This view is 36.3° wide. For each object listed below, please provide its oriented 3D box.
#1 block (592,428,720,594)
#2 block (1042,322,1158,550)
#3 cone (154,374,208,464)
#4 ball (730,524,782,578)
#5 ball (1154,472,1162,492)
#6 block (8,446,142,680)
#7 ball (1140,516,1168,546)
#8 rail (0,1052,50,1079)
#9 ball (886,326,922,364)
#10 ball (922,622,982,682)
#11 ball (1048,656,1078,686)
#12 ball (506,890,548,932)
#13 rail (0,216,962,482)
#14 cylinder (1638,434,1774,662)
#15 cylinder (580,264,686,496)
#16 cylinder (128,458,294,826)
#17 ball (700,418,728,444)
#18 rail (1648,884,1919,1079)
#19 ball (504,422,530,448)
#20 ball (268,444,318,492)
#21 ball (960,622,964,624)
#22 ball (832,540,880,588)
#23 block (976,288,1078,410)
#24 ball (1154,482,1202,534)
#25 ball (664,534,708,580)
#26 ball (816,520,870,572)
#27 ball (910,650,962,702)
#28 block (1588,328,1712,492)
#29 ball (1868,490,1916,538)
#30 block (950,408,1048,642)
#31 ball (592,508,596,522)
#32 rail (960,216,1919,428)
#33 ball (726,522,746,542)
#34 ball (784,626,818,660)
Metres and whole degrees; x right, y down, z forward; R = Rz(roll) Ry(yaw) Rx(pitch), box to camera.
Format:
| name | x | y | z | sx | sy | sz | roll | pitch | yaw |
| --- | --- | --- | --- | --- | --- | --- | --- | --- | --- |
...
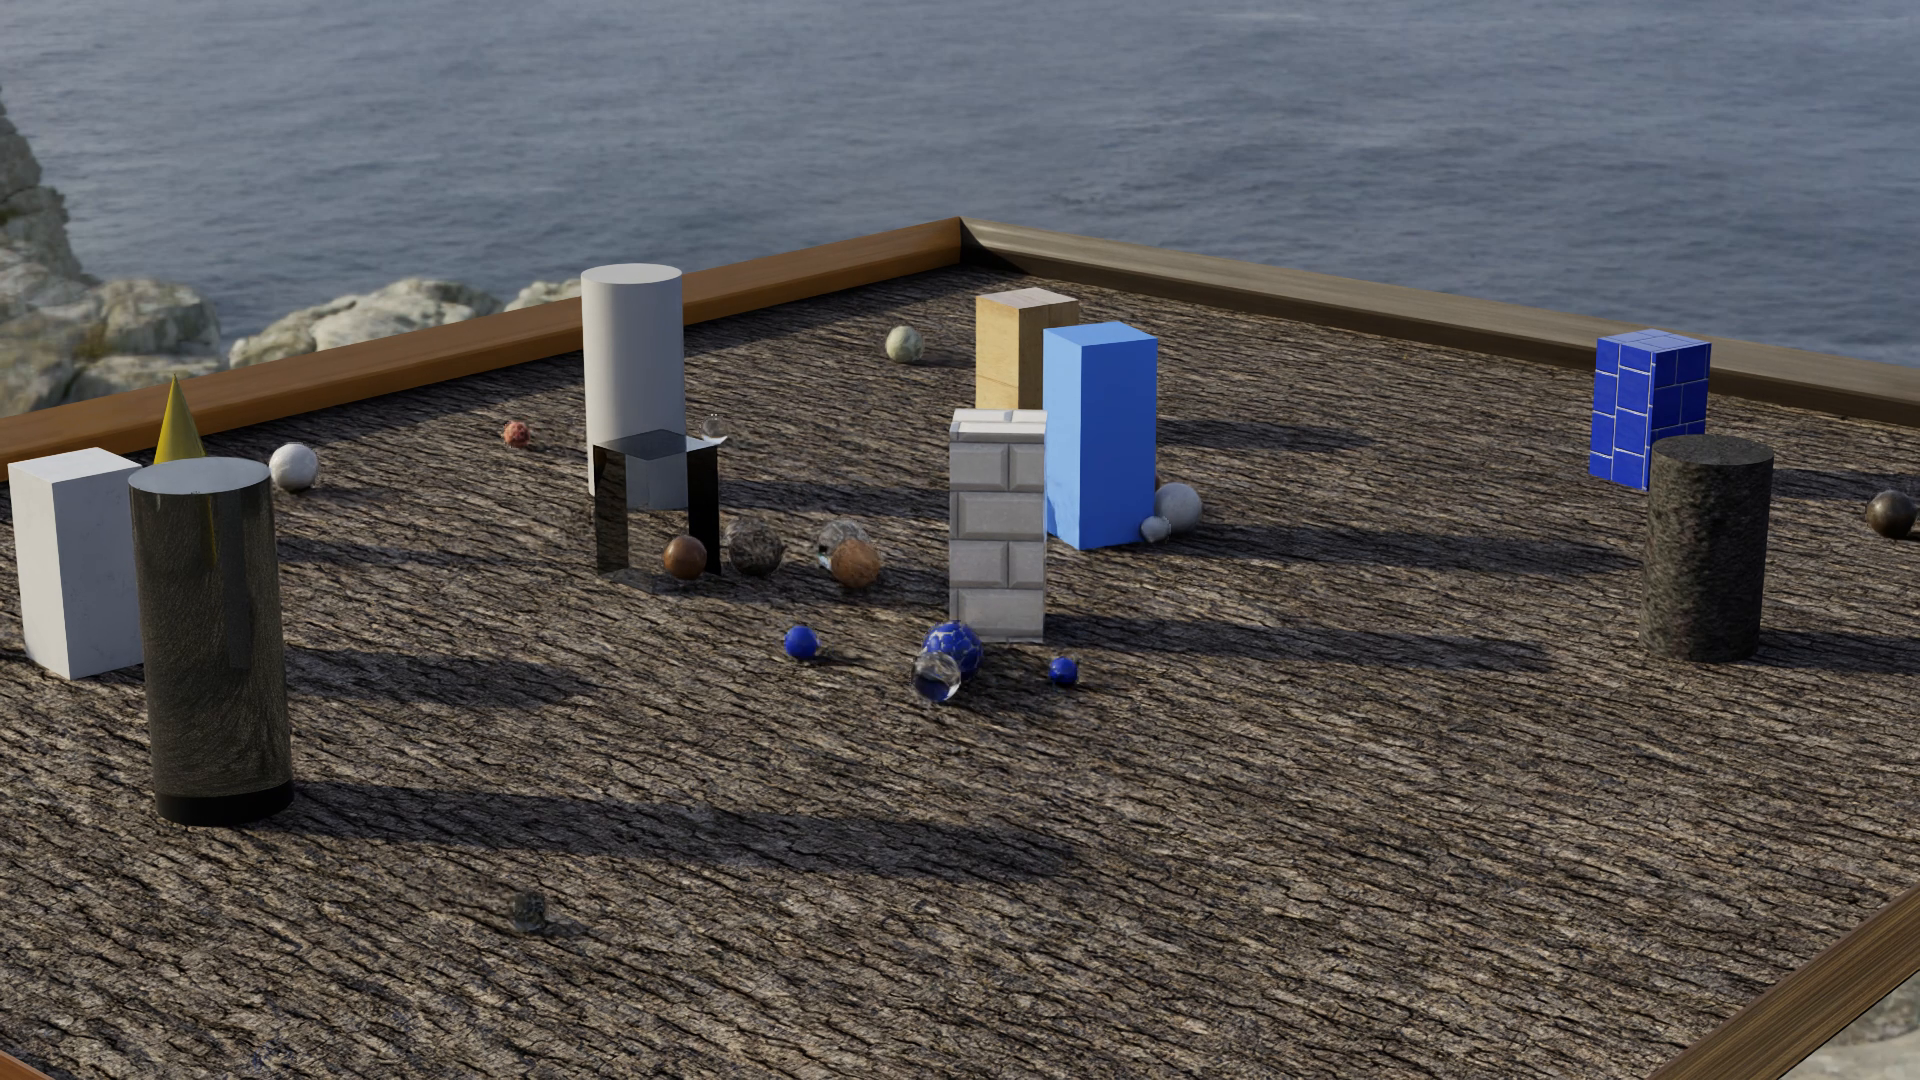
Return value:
| name | x | y | z | sx | sy | sz | roll | pitch | yaw |
| --- | --- | --- | --- | --- | --- | --- | --- | --- | --- |
| block | -0.537 | -0.052 | 5.199 | 0.155 | 0.243 | 0.155 | -16 | 23 | -42 |
| block | 0.257 | -0.195 | 5.428 | 0.155 | 0.384 | 0.155 | -7 | 18 | -23 |
| cone | -1.426 | -0.148 | 5.370 | 0.194 | 0.327 | 0.194 | 0 | 17 | 0 |
| ball | -0.363 | 0.019 | 5.221 | 0.095 | 0.095 | 0.095 | 0 | 17 | 0 |
| ball | 0.350 | -0.109 | 5.674 | 0.078 | 0.078 | 0.078 | 0 | 17 | 0 |
| block | -1.422 | 0.036 | 4.758 | 0.155 | 0.329 | 0.155 | -15 | 22 | -40 |
| ball | 0.358 | -0.017 | 5.411 | 0.053 | 0.053 | 0.053 | 0 | 17 | 0 |
| rail | -1.429 | 0.507 | 3.544 | 3.832 | 0.126 | 0.045 | 14 | 22 | 39 |
| ball | -0.129 | -0.453 | 6.800 | 0.086 | 0.086 | 0.086 | 0 | 17 | 0 |
| ball | -0.012 | 0.180 | 4.682 | 0.097 | 0.097 | 0.097 | 0 | 17 | 0 |
| ball | 0.165 | 0.210 | 4.670 | 0.047 | 0.047 | 0.047 | 0 | 17 | 0 |
| ball | -0.558 | 0.478 | 3.775 | 0.051 | 0.051 | 0.051 | 0 | 17 | 0 |
| rail | -1.429 | -0.327 | 6.308 | 0.045 | 0.126 | 4.408 | 14 | 22 | 39 |
| cylinder | 1.227 | 0.013 | 4.826 | 0.194 | 0.334 | 0.194 | 0 | 17 | 0 |
| cylinder | -0.634 | -0.307 | 5.718 | 0.194 | 0.432 | 0.194 | 0 | 17 | 0 |
| cylinder | -1.054 | 0.142 | 4.136 | 0.194 | 0.485 | 0.194 | 0 | 17 | 0 |
| ball | -0.511 | -0.226 | 6.096 | 0.058 | 0.058 | 0.058 | 0 | 17 | 0 |
| rail | 1.429 | 0.390 | 3.933 | 0.045 | 0.126 | 4.408 | 14 | 22 | 39 |
| ball | -0.918 | -0.218 | 6.075 | 0.054 | 0.054 | 0.054 | 0 | 17 | 0 |
| ball | -1.308 | -0.142 | 5.754 | 0.094 | 0.094 | 0.094 | 0 | 17 | 0 |
| ball | -0.004 | 0.158 | 4.842 | 0.046 | 0.046 | 0.046 | 0 | 17 | 0 |
| ball | -0.183 | 0.043 | 5.156 | 0.086 | 0.086 | 0.086 | 0 | 17 | 0 |
| block | 0.142 | -0.377 | 6.214 | 0.155 | 0.278 | 0.155 | -11 | 20 | -33 |
| ball | 0.402 | -0.058 | 5.472 | 0.097 | 0.097 | 0.097 | 0 | 17 | 0 |
| ball | -0.479 | 0.030 | 5.114 | 0.077 | 0.077 | 0.077 | 0 | 17 | 0 |
| ball | -0.209 | 0.013 | 5.238 | 0.096 | 0.096 | 0.096 | 0 | 17 | 0 |
| ball | -0.038 | 0.214 | 4.600 | 0.080 | 0.080 | 0.080 | 0 | 17 | 0 |
| block | 1.370 | -0.260 | 5.827 | 0.155 | 0.278 | 0.155 | -11 | 20 | -33 |
| ball | 1.734 | -0.049 | 5.457 | 0.088 | 0.088 | 0.088 | 0 | 17 | 0 |
| block | 0.065 | -0.025 | 4.907 | 0.155 | 0.360 | 0.155 | 1 | 17 | 3 |
| ball | -0.663 | -0.048 | 5.511 | 0.054 | 0.054 | 0.054 | 0 | 17 | 0 |
| rail | 1.429 | -0.444 | 6.696 | 3.832 | 0.126 | 0.045 | 14 | 22 | 39 |
| ball | -0.412 | -0.013 | 5.414 | 0.044 | 0.044 | 0.044 | 0 | 17 | 0 |
| ball | -0.260 | 0.168 | 4.794 | 0.056 | 0.056 | 0.056 | 0 | 17 | 0 |
